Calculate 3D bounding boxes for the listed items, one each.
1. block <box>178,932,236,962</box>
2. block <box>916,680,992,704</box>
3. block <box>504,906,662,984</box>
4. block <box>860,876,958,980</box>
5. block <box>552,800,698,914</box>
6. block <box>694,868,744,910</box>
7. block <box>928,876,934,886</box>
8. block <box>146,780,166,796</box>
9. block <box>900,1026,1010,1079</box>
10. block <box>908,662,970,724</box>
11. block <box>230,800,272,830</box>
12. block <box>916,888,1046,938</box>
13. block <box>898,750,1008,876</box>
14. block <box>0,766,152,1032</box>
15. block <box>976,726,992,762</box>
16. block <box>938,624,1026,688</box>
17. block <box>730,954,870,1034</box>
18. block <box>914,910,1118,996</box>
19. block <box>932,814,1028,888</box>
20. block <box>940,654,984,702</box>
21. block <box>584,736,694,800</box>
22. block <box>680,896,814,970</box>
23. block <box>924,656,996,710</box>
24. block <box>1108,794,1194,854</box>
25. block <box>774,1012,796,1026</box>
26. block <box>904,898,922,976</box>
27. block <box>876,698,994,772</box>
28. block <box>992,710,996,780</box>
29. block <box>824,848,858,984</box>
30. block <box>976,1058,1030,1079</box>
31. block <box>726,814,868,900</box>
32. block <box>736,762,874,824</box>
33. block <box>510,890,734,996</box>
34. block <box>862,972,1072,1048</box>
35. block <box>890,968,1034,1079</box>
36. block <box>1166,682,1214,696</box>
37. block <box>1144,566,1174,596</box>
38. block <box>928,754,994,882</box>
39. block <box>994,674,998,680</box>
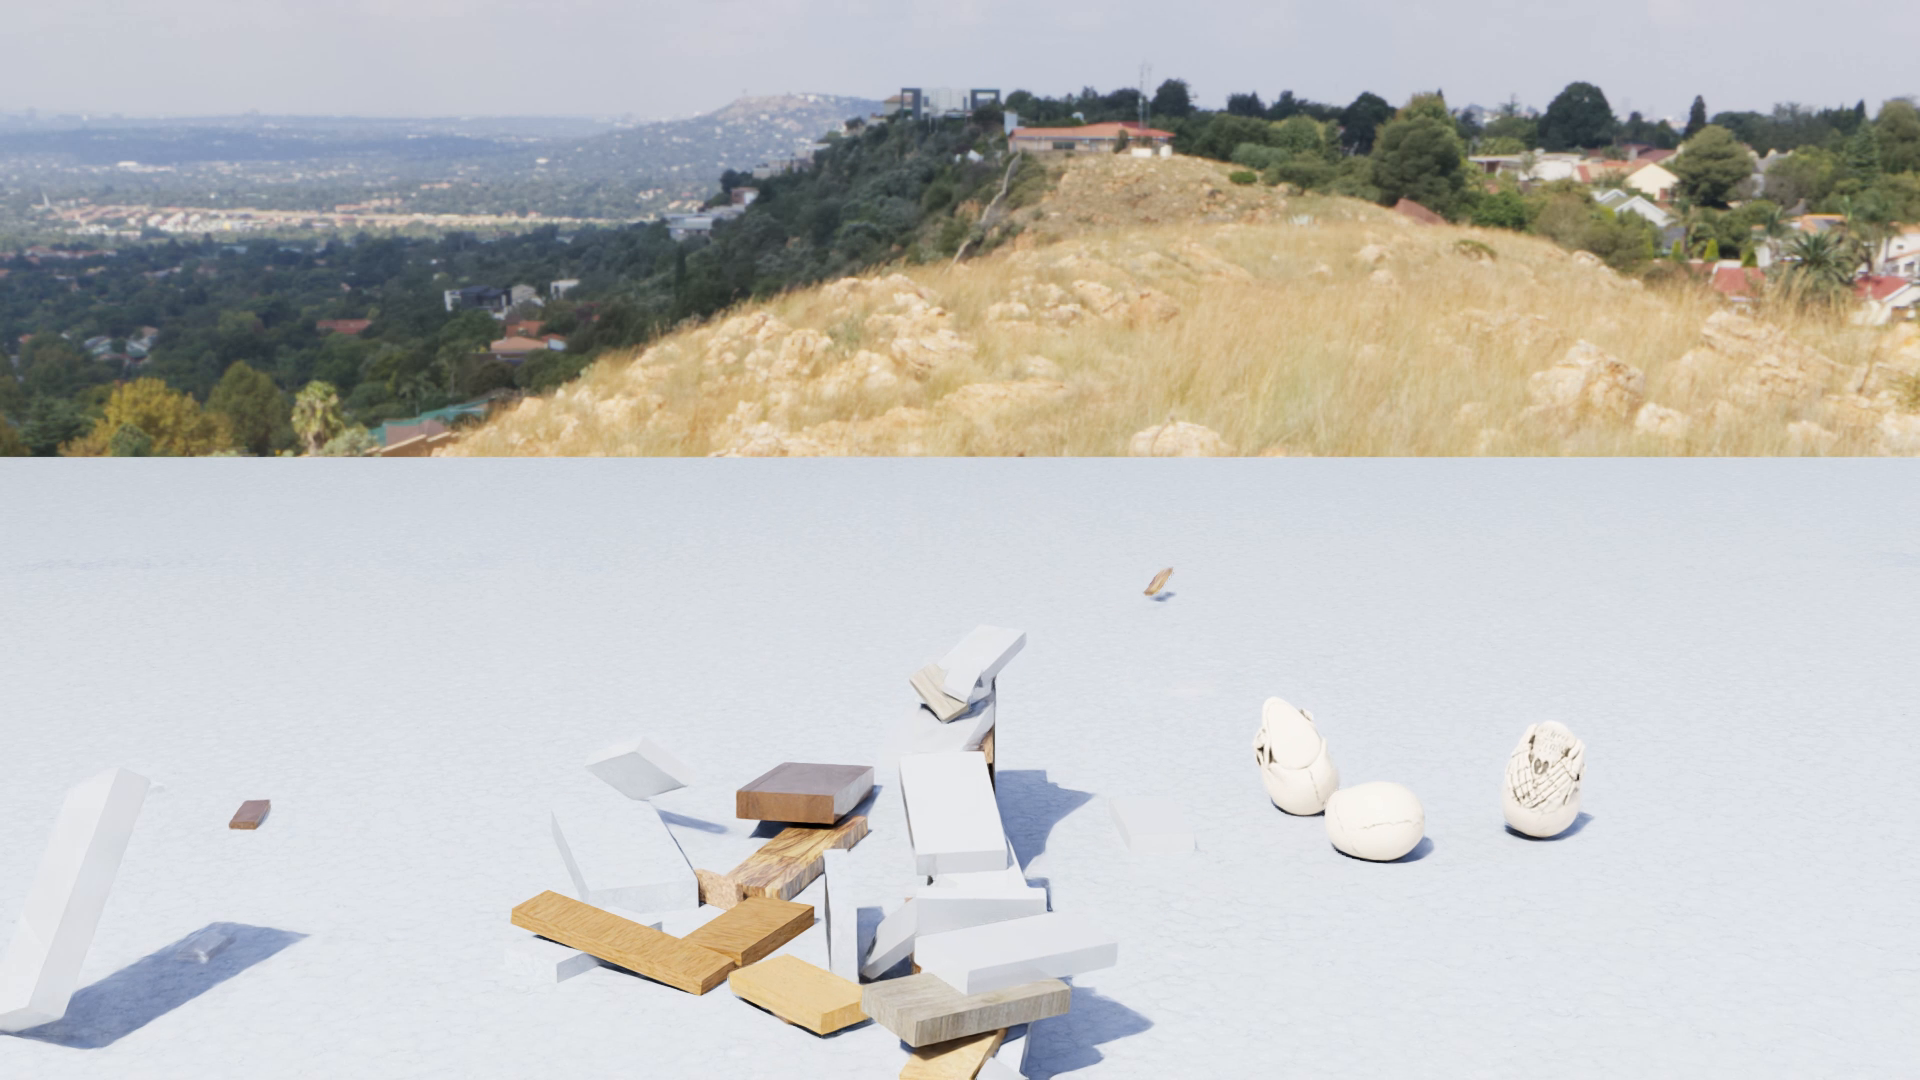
[{"bbox_3d":[-1.168,0.631,3.411,0.047,0.013,0.095,2,11,9],"label":"block"},{"bbox_3d":[-0.010,0.256,3.755,0.091,0.026,0.182,3,4,13],"label":"block"},{"bbox_3d":[-0.580,0.624,3.400,0.113,0.032,0.227,8,13,36],"label":"block"},{"bbox_3d":[-0.077,0.568,3.213,0.024,0.085,0.256,29,-33,-9],"label":"block"},{"bbox_3d":[-0.583,0.543,3.783,0.177,0.050,0.461,-3,11,-18],"label":"block"},{"bbox_3d":[-0.396,0.575,3.604,0.103,0.052,0.015,9,18,41],"label":"block"},{"bbox_3d":[-0.002,0.547,3.458,0.093,0.186,0.026,-1,50,-3],"label":"block"},{"bbox_3d":[-1.581,0.481,4.218,0.048,0.014,0.096,10,15,43],"label":"block"},{"bbox_3d":[-0.006,0.655,2.818,0.086,0.024,0.171,9,24,19],"label":"block"},{"bbox_3d":[-0.035,0.253,3.651,0.052,0.015,0.103,-31,57,-18],"label":"block"},{"bbox_3d":[-1.313,0.508,4.072,0.048,0.014,0.135,-1,11,-6],"label":"block"},{"bbox_3d":[0.029,0.529,3.061,0.179,0.090,0.025,0,26,-1],"label":"block"},{"bbox_3d":[-0.014,0.413,3.344,0.134,0.038,0.268,-2,27,-7],"label":"block"},{"bbox_3d":[-1.265,0.508,3.114,0.050,0.355,0.177,31,-35,-32],"label":"block"},{"bbox_3d":[0.000,0.333,3.751,0.111,0.031,0.221,0,10,1],"label":"block"},{"bbox_3d":[0.036,0.199,3.791,0.091,0.026,0.182,6,25,25],"label":"block"},{"bbox_3d":[-0.225,0.653,3.171,0.107,0.030,0.213,-10,14,-41],"label":"block"},{"bbox_3d":[0.076,0.551,2.945,0.247,0.035,0.123,-3,14,-34],"label":"block"},{"bbox_3d":[0.024,0.497,3.261,0.123,0.035,0.398,-5,28,-11],"label":"block"},{"bbox_3d":[0.003,0.229,3.659,0.047,0.013,0.095,27,35,1],"label":"block"},{"bbox_3d":[-0.576,0.411,3.943,0.115,0.033,0.230,38,-29,-19],"label":"block"},{"bbox_3d":[-0.333,0.615,3.445,0.113,0.032,0.227,5,12,25],"label":"block"},{"bbox_3d":[-0.002,0.257,3.977,0.126,0.036,0.252,0,11,-1],"label":"block"},{"bbox_3d":[0.346,0.514,3.990,0.115,0.033,0.230,-1,11,-6],"label":"block"},{"bbox_3d":[-0.216,0.675,3.171,0.096,0.014,0.048,-6,12,-29],"label":"block"},{"bbox_3d":[0.006,0.601,3.241,0.159,0.045,0.319,-1,10,-5],"label":"block"},{"bbox_3d":[-0.037,0.321,3.629,0.134,0.038,0.268,3,15,13],"label":"block"},{"bbox_3d":[-0.001,0.414,3.928,0.126,0.252,0.036,0,10,0],"label":"block"},{"bbox_3d":[-0.183,0.579,3.358,0.038,0.134,0.268,-2,11,-5],"label":"block"},{"bbox_3d":[0.095,0.706,2.714,0.169,0.024,0.085,28,17,9],"label":"block"},{"bbox_3d":[-0.285,0.548,3.806,0.113,0.032,0.409,3,11,18],"label":"block"},{"bbox_3d":[-0.282,0.465,4.072,0.177,0.050,0.355,2,3,9],"label":"block"},{"bbox_3d":[-0.514,0.610,3.342,0.351,0.025,0.090,15,17,24],"label":"block"},{"bbox_3d":[0.009,0.598,2.865,0.247,0.035,0.123,-4,14,-35],"label":"block"},{"bbox_3d":[0.012,0.651,2.916,0.159,0.045,0.319,3,23,8],"label":"block"},{"bbox_3d":[0.521,0.338,4.988,0.103,0.015,0.052,0,11,2],"label":"block"},{"bbox_3d":[0.539,0.113,5.965,0.047,0.013,0.095,-21,23,48],"label":"block"},{"bbox_3d":[0.000,0.471,3.703,0.111,0.221,0.031,0,11,0],"label":"block"},{"bbox_3d":[0.022,0.225,3.894,0.091,0.026,0.182,2,1,1],"label":"block"}]
